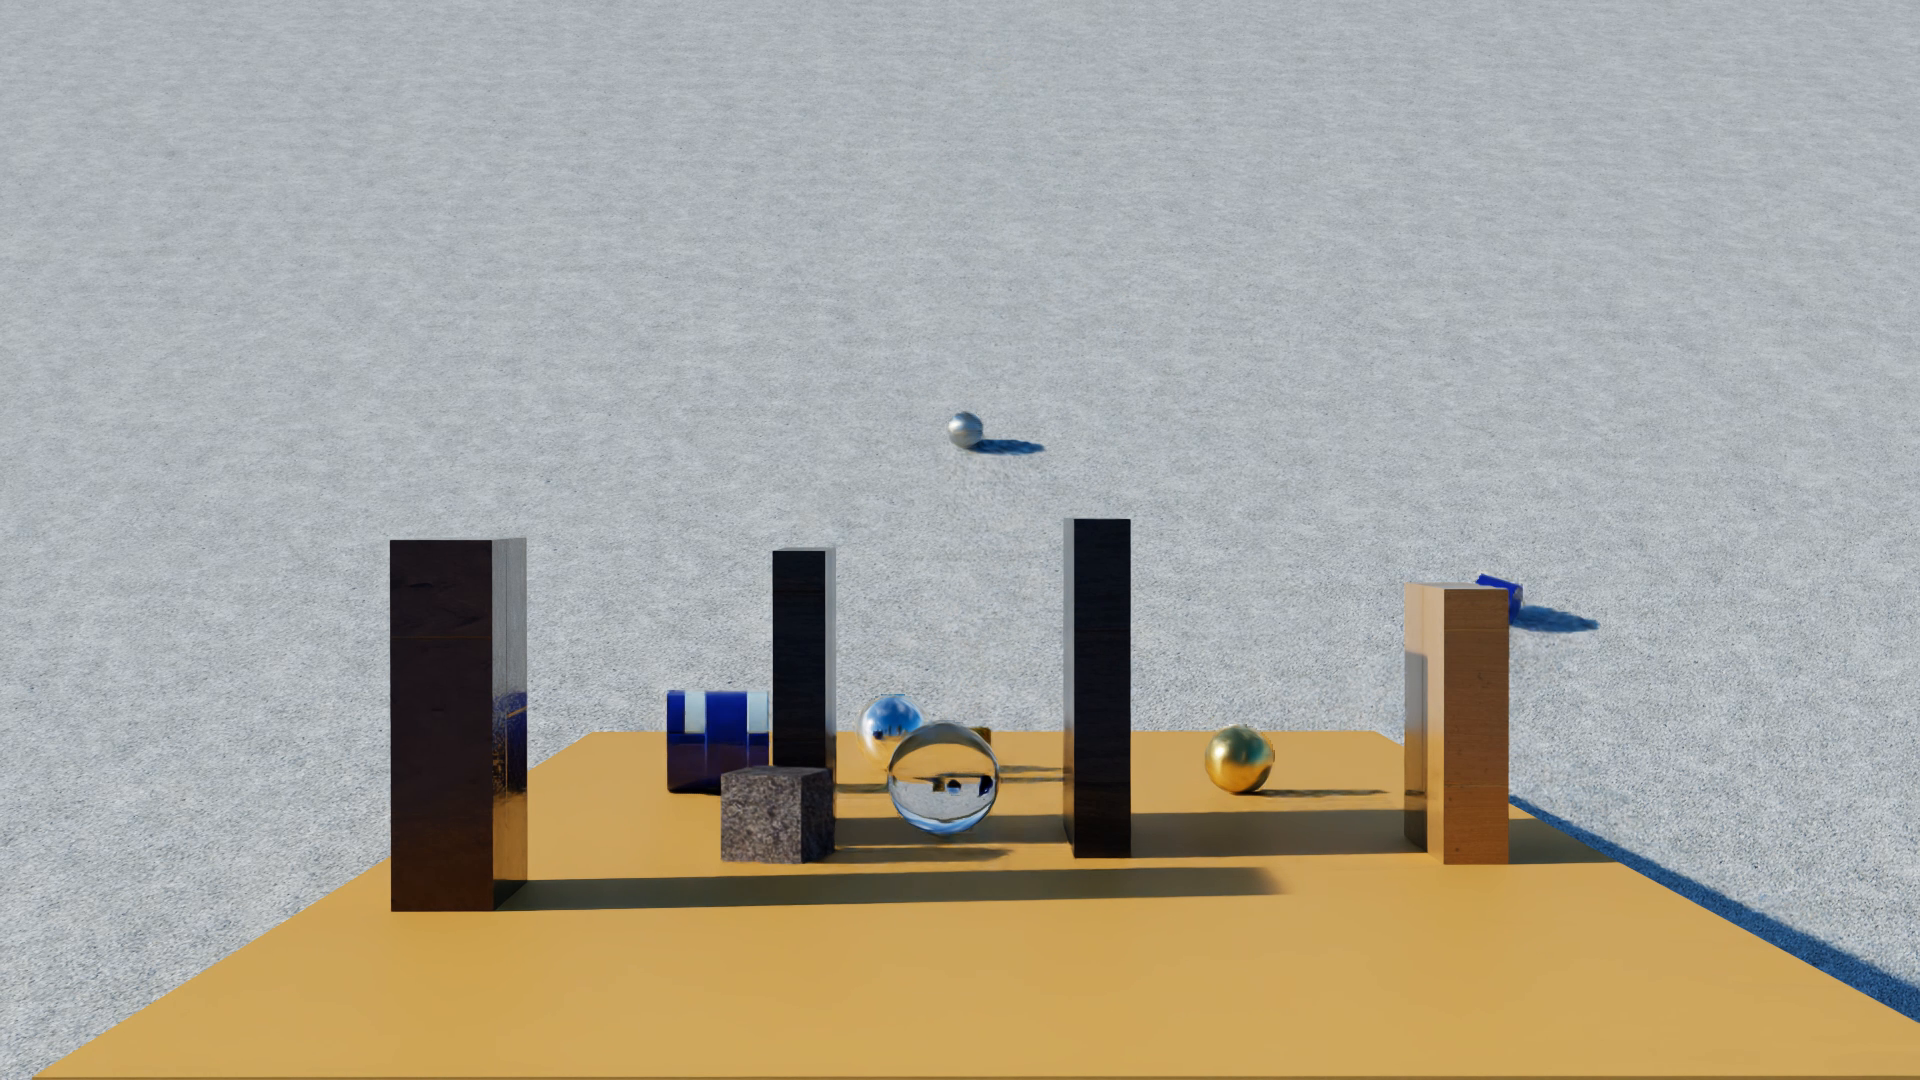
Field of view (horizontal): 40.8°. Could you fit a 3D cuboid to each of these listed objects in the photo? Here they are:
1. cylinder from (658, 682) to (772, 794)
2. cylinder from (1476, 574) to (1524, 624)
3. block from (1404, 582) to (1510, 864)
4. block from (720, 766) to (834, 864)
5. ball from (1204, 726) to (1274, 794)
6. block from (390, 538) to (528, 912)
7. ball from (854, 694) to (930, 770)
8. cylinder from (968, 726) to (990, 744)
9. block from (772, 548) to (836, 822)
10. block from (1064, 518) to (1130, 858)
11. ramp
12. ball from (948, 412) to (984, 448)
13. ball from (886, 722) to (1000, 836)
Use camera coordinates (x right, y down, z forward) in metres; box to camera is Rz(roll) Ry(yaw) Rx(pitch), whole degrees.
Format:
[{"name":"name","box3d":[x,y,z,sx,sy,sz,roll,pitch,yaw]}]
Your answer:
[{"name":"cylinder","box3d":[-0.489,0.406,5.227,0.201,0.201,0.201,-13,30,-7]},{"name":"cylinder","box3d":[1.512,0.165,7.279,0.113,0.113,0.113,18,33,27]},{"name":"block","box3d":[0.827,0.297,4.319,0.104,0.442,0.364,0,1,0]},{"name":"block","box3d":[-0.299,0.449,4.237,0.141,0.141,0.141,0,1,19]},{"name":"ball","box3d":[0.557,0.439,5.159,0.136,0.136,0.136,0,28,0]},{"name":"block","box3d":[-0.735,0.262,3.807,0.145,0.528,0.293,0,1,0]},{"name":"ball","box3d":[-0.146,0.419,5.613,0.165,0.165,0.165,0,28,0]},{"name":"cylinder","box3d":[0.008,0.450,5.410,0.109,0.109,0.109,0,1,0]},{"name":"block","box3d":[-0.272,0.266,4.551,0.089,0.500,0.389,0,1,0]},{"name":"block","box3d":[0.232,0.240,4.422,0.092,0.554,0.427,0,1,0]},{"name":"ramp","box3d":[0.063,0.565,4.604,2.000,0.100,4.000,0,1,0]},{"name":"ball","box3d":[0.017,-0.353,8.266,0.114,0.114,0.114,0,28,0]},{"name":"ball","box3d":[-0.029,0.417,4.517,0.198,0.198,0.198,0,28,0]}]
